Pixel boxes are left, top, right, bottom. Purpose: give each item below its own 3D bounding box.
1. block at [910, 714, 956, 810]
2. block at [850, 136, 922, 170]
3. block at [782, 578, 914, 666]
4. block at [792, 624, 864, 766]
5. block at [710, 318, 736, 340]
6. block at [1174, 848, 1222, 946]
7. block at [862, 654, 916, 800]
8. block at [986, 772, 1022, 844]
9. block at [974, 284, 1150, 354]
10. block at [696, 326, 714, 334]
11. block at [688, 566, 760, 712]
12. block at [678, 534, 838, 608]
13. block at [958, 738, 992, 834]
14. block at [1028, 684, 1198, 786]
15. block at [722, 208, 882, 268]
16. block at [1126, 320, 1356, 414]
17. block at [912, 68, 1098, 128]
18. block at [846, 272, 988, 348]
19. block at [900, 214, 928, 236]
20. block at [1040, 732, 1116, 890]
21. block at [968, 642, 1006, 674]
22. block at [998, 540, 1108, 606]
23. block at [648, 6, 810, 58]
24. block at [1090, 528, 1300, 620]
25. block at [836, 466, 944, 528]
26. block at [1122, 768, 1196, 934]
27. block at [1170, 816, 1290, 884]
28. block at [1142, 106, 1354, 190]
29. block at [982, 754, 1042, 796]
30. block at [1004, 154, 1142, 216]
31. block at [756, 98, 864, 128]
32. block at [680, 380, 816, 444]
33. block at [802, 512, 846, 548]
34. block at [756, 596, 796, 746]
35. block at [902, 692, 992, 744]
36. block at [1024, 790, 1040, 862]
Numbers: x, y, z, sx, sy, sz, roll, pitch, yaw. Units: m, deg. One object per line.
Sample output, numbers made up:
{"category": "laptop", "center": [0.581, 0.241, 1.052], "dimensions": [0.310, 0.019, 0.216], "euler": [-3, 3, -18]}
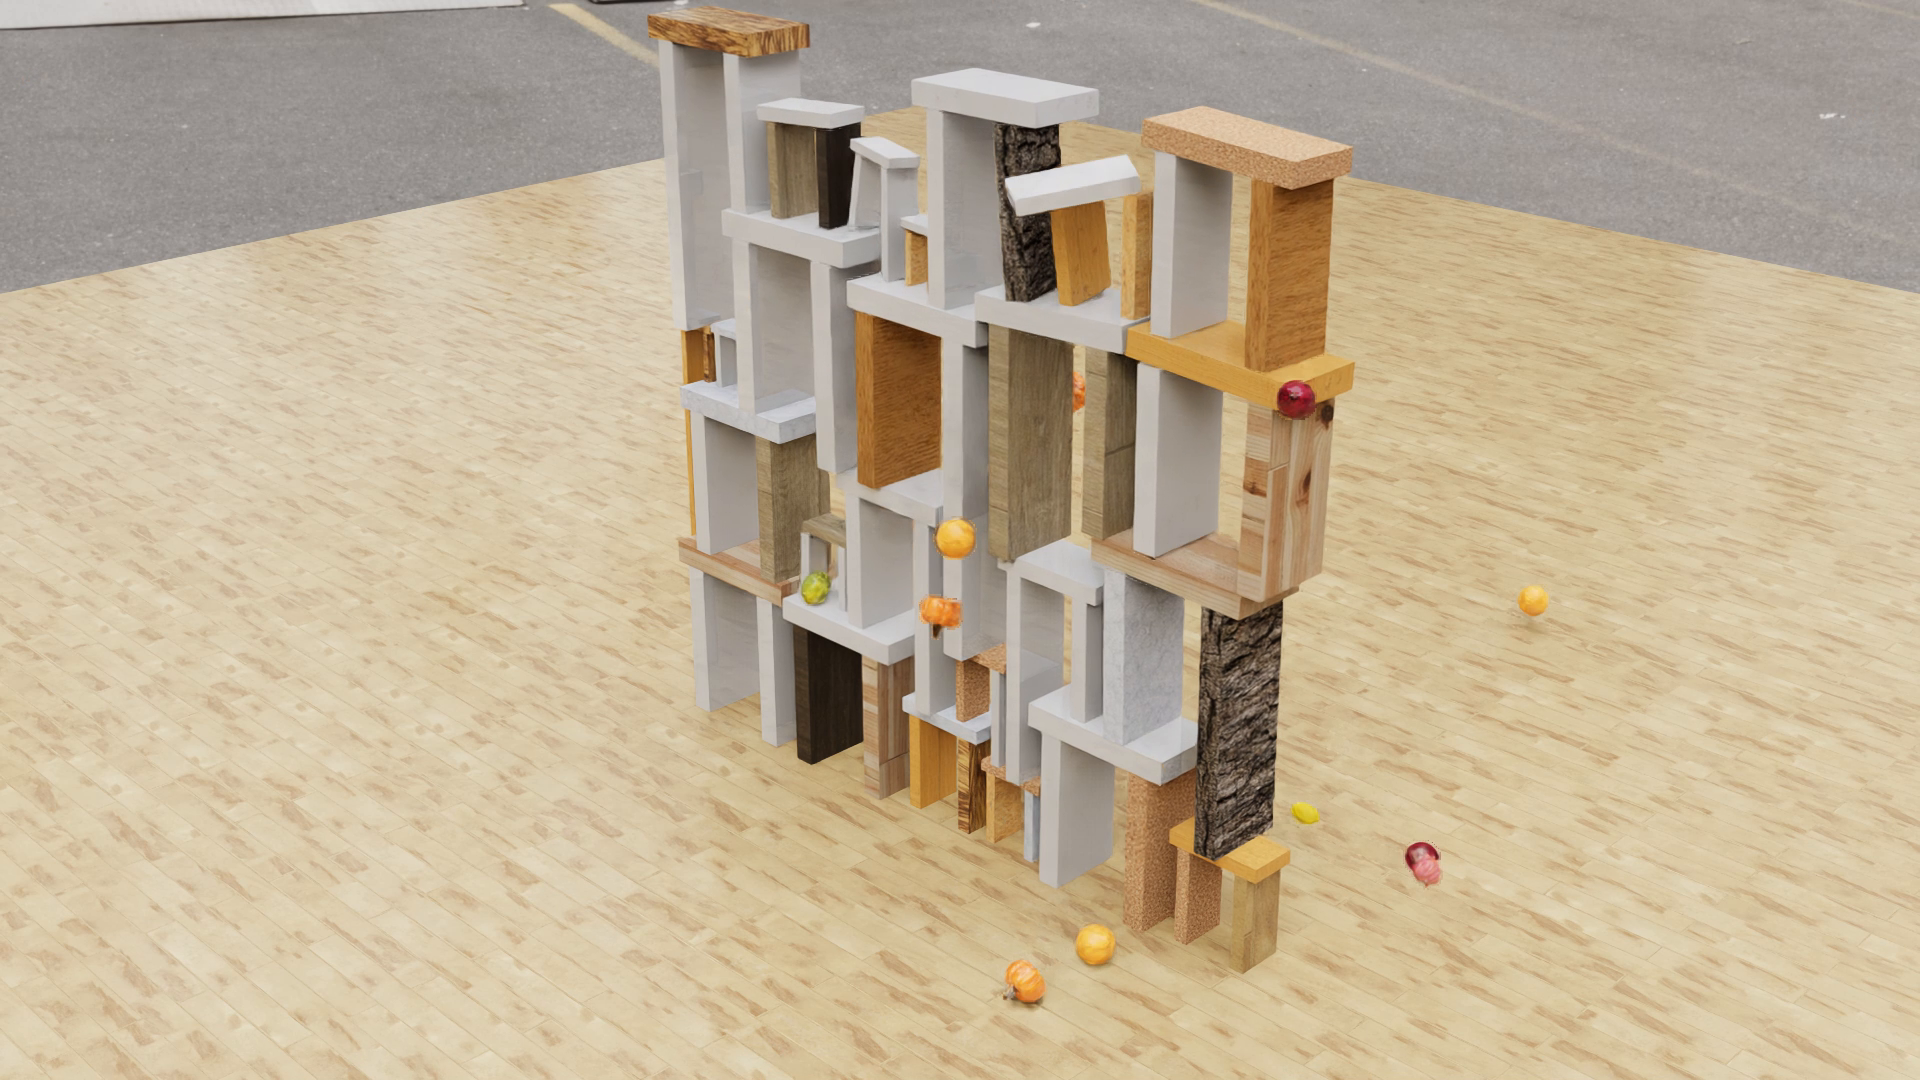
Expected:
{"category": "block", "center": [-0.054, 0.434, 4.473], "dimensions": [0.029, 0.208, 0.104], "euler": [21, 31, 41]}
{"category": "block", "center": [-0.139, -0.722, 4.098], "dimensions": [0.069, 0.020, 0.139], "euler": [-10, 29, -33]}
{"category": "block", "center": [-0.200, 0.164, 4.506], "dimensions": [0.317, 0.045, 0.158], "euler": [21, 31, 40]}
{"category": "block", "center": [-0.274, 0.301, 4.645], "dimensions": [0.045, 0.317, 0.158], "euler": [21, 31, 41]}
{"category": "block", "center": [-0.455, -0.432, 4.539], "dimensions": [0.116, 0.016, 0.058], "euler": [21, 31, 40]}
{"category": "block", "center": [0.437, 0.633, 4.018], "dimensions": [0.028, 0.196, 0.098], "euler": [21, 31, 41]}
{"category": "block", "center": [-0.125, 0.360, 4.507], "dimensions": [0.158, 0.317, 0.045], "euler": [-21, 31, -41]}
{"category": "block", "center": [0.087, 0.516, 4.348], "dimensions": [0.077, 0.153, 0.022], "euler": [-21, 31, -41]}
{"category": "block", "center": [0.207, -0.396, 3.823], "dimensions": [0.343, 0.049, 0.171], "euler": [18, 29, 42]}
{"category": "block", "center": [-0.538, -0.456, 4.619], "dimensions": [0.108, 0.015, 0.054], "euler": [21, 31, 41]}
{"category": "block", "center": [-0.510, 0.195, 4.867], "dimensions": [0.048, 0.340, 0.170], "euler": [21, 31, 41]}
{"category": "block", "center": [-0.430, 0.047, 4.717], "dimensions": [0.340, 0.048, 0.170], "euler": [21, 31, 41]}
{"category": "block", "center": [0.044, 0.472, 4.382], "dimensions": [0.029, 0.208, 0.104], "euler": [21, 31, 41]}
{"category": "block", "center": [0.299, 0.348, 4.051], "dimensions": [0.162, 0.046, 0.324], "euler": [-21, 31, -40]}
{"category": "block", "center": [-0.281, -0.603, 4.282], "dimensions": [0.178, 0.050, 0.356], "euler": [-21, 30, -40]}
{"category": "block", "center": [0.456, -0.297, 3.599], "dimensions": [0.337, 0.048, 0.169], "euler": [25, 33, 38]}
{"category": "block", "center": [0.076, -0.765, 3.801], "dimensions": [0.153, 0.043, 0.306], "euler": [-20, 29, -39]}
{"category": "block", "center": [-0.030, -0.437, 4.074], "dimensions": [0.174, 0.049, 0.347], "euler": [-21, 31, -39]}
{"category": "block", "center": [-0.059, -0.577, 4.047], "dimensions": [0.054, 0.015, 0.107], "euler": [-15, 27, -33]}
{"category": "block", "center": [0.225, 0.488, 4.195], "dimensions": [0.046, 0.324, 0.162], "euler": [21, 31, 39]}
{"category": "block", "center": [0.058, 0.216, 4.246], "dimensions": [0.072, 0.021, 0.145], "euler": [-21, 31, -40]}
{"category": "block", "center": [0.198, 0.052, 4.025], "dimensions": [0.121, 0.034, 0.243], "euler": [-21, 31, -40]}
{"category": "block", "center": [-0.454, -0.995, 4.297], "dimensions": [0.154, 0.044, 0.309], "euler": [-21, 31, -40]}
{"category": "block", "center": [0.405, 0.039, 3.801], "dimensions": [0.166, 0.047, 0.331], "euler": [-22, 33, -40]}
{"category": "block", "center": [-0.094, -0.101, 4.288], "dimensions": [0.143, 0.041, 0.286], "euler": [-21, 31, -40]}
{"category": "block", "center": [0.376, 0.547, 4.055], "dimensions": [0.162, 0.324, 0.046], "euler": [-22, 31, -41]}
{"category": "block", "center": [0.482, 0.547, 3.931], "dimensions": [0.098, 0.028, 0.196], "euler": [-21, 31, -40]}
{"category": "block", "center": [0.450, -0.621, 3.464], "dimensions": [0.301, 0.043, 0.150], "euler": [25, 33, 38]}
{"category": "block", "center": [0.123, 0.450, 4.280], "dimensions": [0.153, 0.022, 0.076], "euler": [21, 31, 41]}
{"category": "block", "center": [0.186, -0.587, 3.639], "dimensions": [0.209, 0.030, 0.104], "euler": [-11, 30, -3]}
{"category": "block", "center": [-0.284, -0.810, 4.174], "dimensions": [0.191, 0.027, 0.095], "euler": [15, 27, 37]}
{"category": "block", "center": [-0.418, -0.278, 4.553], "dimensions": [0.317, 0.045, 0.158], "euler": [21, 31, 41]}
{"category": "block", "center": [-0.248, -0.018, 4.488], "dimensions": [0.071, 0.020, 0.141], "euler": [-21, 31, -41]}
{"category": "block", "center": [-0.350, 0.257, 4.719], "dimensions": [0.048, 0.340, 0.170], "euler": [21, 31, 41]}
{"category": "block", "center": [-0.005, 0.344, 4.381], "dimensions": [0.208, 0.029, 0.104], "euler": [21, 31, 41]}
{"category": "block", "center": [0.159, 0.545, 4.282], "dimensions": [0.022, 0.153, 0.076], "euler": [21, 31, 41]}
